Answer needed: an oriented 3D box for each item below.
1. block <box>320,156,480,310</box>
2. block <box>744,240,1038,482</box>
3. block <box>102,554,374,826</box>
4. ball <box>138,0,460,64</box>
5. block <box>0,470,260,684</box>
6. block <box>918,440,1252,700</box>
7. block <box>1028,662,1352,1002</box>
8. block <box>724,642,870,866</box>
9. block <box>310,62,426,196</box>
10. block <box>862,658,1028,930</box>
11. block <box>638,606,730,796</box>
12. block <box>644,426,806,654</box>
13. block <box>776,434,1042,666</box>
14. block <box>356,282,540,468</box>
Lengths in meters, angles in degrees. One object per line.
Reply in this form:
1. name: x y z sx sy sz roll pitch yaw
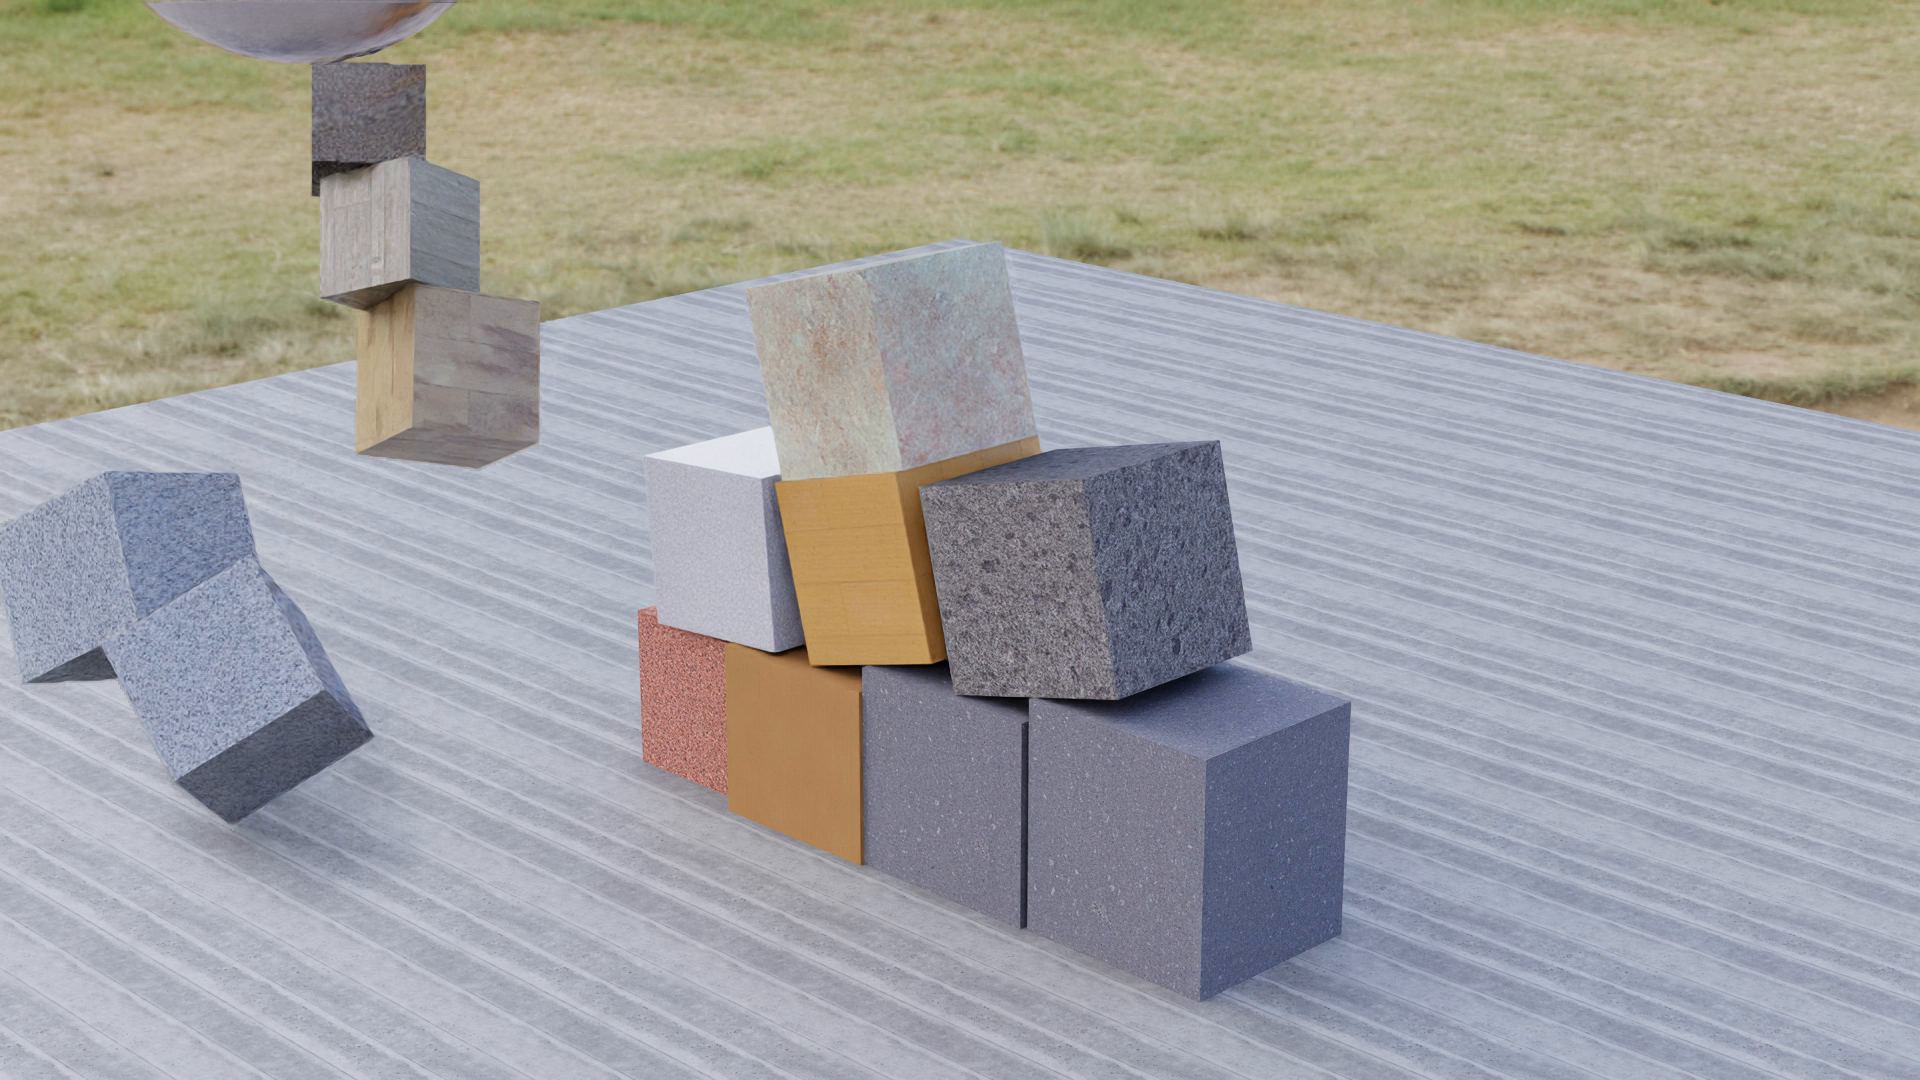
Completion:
1. block: -2.875 -1.548 15.069 0.604 0.637 0.533 -8 -12 30
2. block: -0.315 -0.818 13.446 0.831 0.903 0.869 -16 9 -40
3. block: -3.391 0.717 13.817 0.789 0.786 0.778 -32 -21 -6
4. ball: -2.306 -2.456 10.152 1.600 1.600 1.600 0 17 0
5. block: -4.033 0.182 14.278 0.894 0.771 0.820 -22 -12 33
6. block: 0.548 0.126 12.801 0.867 0.936 1.004 -17 10 -42
7. block: 0.984 1.203 12.706 0.952 1.086 0.995 -17 24 -42
8. block: -0.444 0.897 14.070 0.929 0.852 0.978 17 24 42
9. block: -3.066 -2.116 15.180 0.568 0.531 0.597 0 -11 -13
10. block: 0.258 1.041 13.417 1.001 0.968 0.985 17 24 42
11. block: -1.048 0.735 14.668 0.798 0.802 0.767 17 24 42
12. block: -0.870 -0.032 14.242 0.901 0.840 0.901 -16 19 -41
13. block: -0.169 0.049 13.548 0.890 0.866 0.856 -16 9 -41
14. block: -2.642 -0.835 15.128 0.696 0.743 0.700 6 -13 -34
